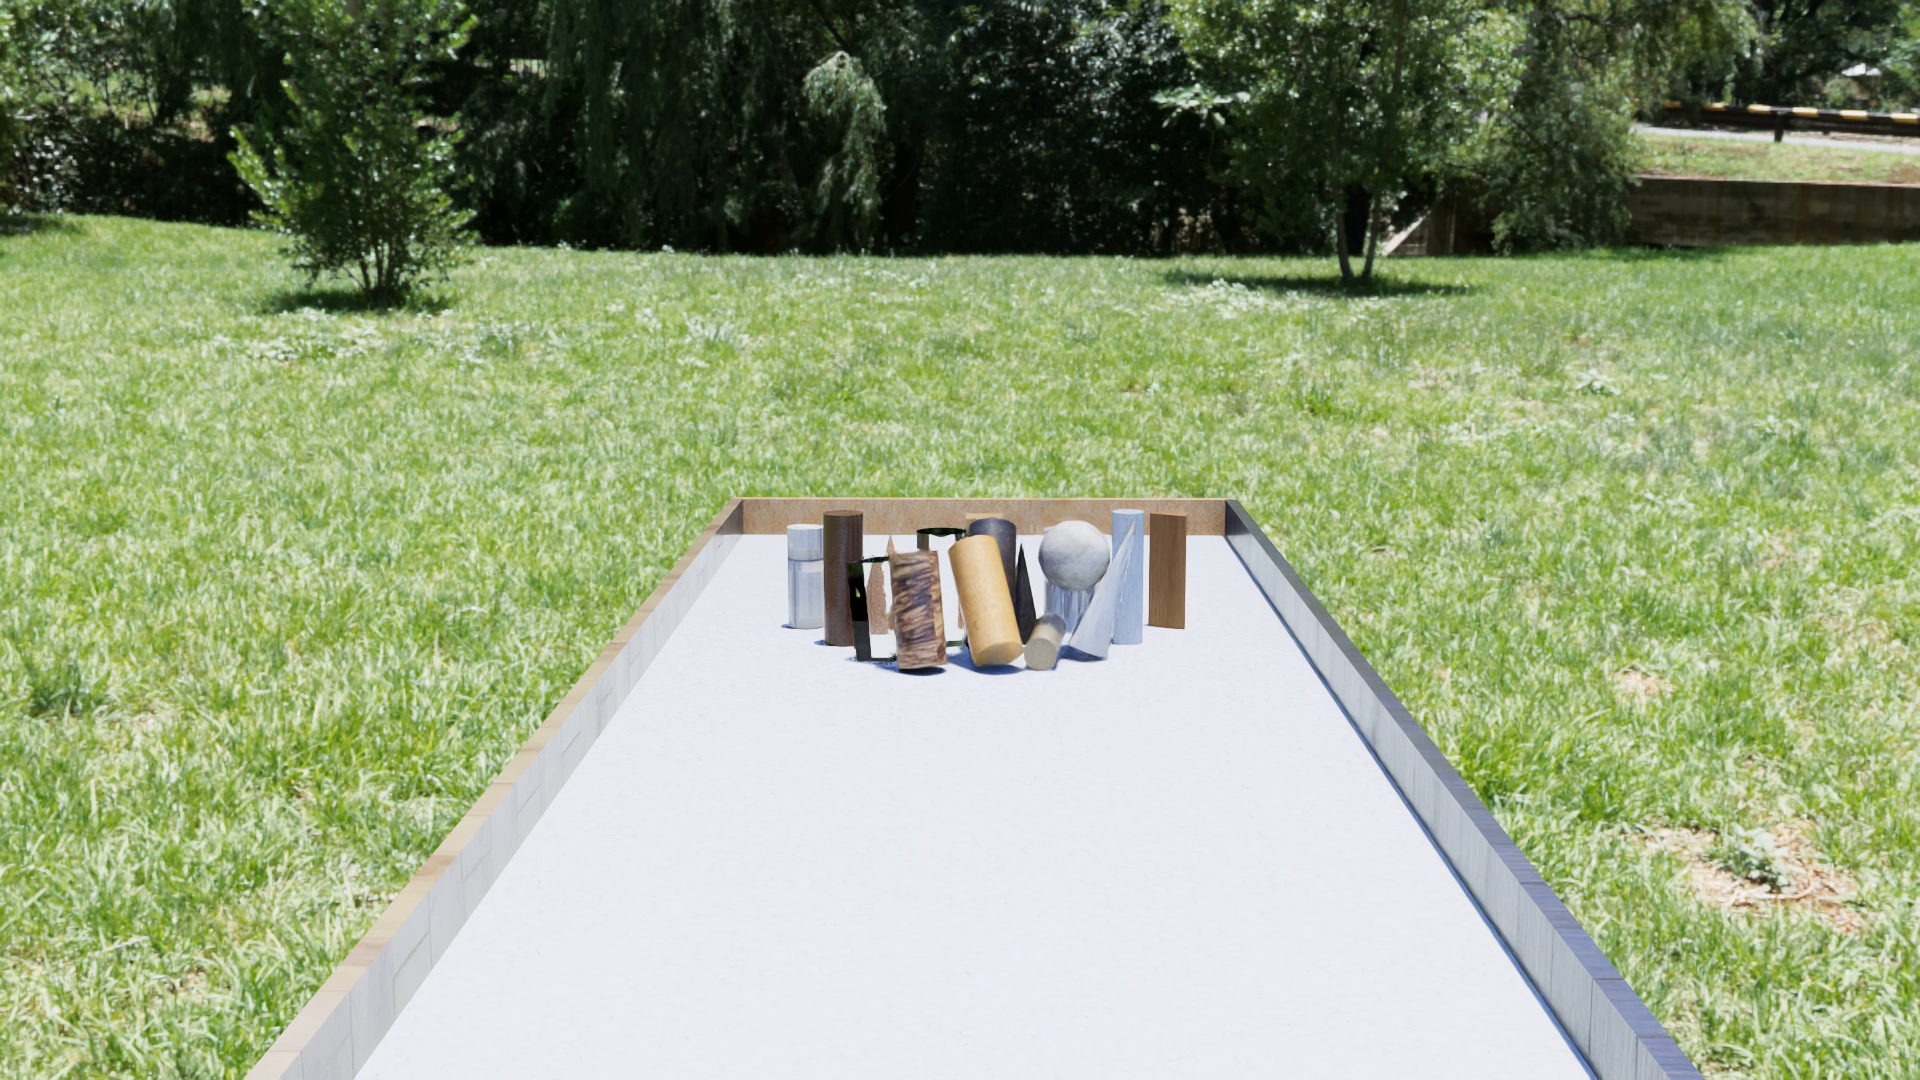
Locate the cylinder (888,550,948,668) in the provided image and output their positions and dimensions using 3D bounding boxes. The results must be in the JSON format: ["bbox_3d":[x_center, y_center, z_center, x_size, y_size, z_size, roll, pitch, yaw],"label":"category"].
[{"bbox_3d":[-0.126,0.206,6.548,0.149,0.341,0.149,-5,-1,0],"label":"cylinder"}]

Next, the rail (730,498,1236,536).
[{"bbox_3d":[0.099,-0.098,9.147,2.100,0.150,0.050,0,9,1],"label":"rail"}]

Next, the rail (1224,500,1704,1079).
[{"bbox_3d":[1.046,0.843,3.208,0.050,0.150,12.000,0,9,1],"label":"rail"}]

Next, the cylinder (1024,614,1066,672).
[{"bbox_3d":[0.262,0.310,6.731,0.100,0.100,0.394,1,9,7],"label":"cylinder"}]

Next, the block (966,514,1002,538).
[{"bbox_3d":[0.079,0.103,7.182,0.119,0.368,0.119,0,9,1],"label":"block"}]

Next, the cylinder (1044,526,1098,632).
[{"bbox_3d":[0.361,0.125,7.187,0.176,0.325,0.176,0,9,0],"label":"cylinder"}]

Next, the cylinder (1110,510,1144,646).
[{"bbox_3d":[0.528,0.117,6.936,0.100,0.418,0.100,0,9,0],"label":"cylinder"}]

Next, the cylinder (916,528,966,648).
[{"bbox_3d":[-0.058,0.148,6.933,0.158,0.357,0.158,0,9,0],"label":"cylinder"}]

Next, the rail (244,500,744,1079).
[{"bbox_3d":[-1.004,0.839,3.234,0.050,0.150,12.000,0,9,1],"label":"rail"}]

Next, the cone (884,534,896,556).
[{"bbox_3d":[-0.226,0.128,7.180,0.148,0.319,0.148,0,9,0],"label":"cone"}]

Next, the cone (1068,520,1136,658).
[{"bbox_3d":[0.463,0.136,6.711,0.130,0.433,0.130,20,4,-1],"label":"cone"}]

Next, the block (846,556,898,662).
[{"bbox_3d":[-0.233,0.209,6.681,0.137,0.302,0.137,-1,6,37],"label":"block"}]

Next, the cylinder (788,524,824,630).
[{"bbox_3d":[-0.504,0.120,7.199,0.121,0.330,0.121,0,9,0],"label":"cylinder"}]

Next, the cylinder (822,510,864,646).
[{"bbox_3d":[-0.366,0.120,6.923,0.127,0.416,0.127,0,9,0],"label":"cylinder"}]

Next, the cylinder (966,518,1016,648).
[{"bbox_3d":[0.097,0.141,6.823,0.153,0.398,0.153,1,-30,1],"label":"cylinder"}]

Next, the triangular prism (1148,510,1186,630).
[{"bbox_3d":[0.705,0.094,7.221,0.133,0.374,0.115,6,11,32],"label":"triangular prism"}]

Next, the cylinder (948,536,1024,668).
[{"bbox_3d":[0.077,0.184,6.619,0.155,0.368,0.155,-10,-27,-5],"label":"cylinder"}]

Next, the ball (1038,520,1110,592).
[{"bbox_3d":[0.352,0.049,6.776,0.222,0.222,0.222,0,9,0],"label":"ball"}]

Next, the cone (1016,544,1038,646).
[{"bbox_3d":[0.194,0.162,6.953,0.130,0.323,0.130,0,9,0],"label":"cone"}]
